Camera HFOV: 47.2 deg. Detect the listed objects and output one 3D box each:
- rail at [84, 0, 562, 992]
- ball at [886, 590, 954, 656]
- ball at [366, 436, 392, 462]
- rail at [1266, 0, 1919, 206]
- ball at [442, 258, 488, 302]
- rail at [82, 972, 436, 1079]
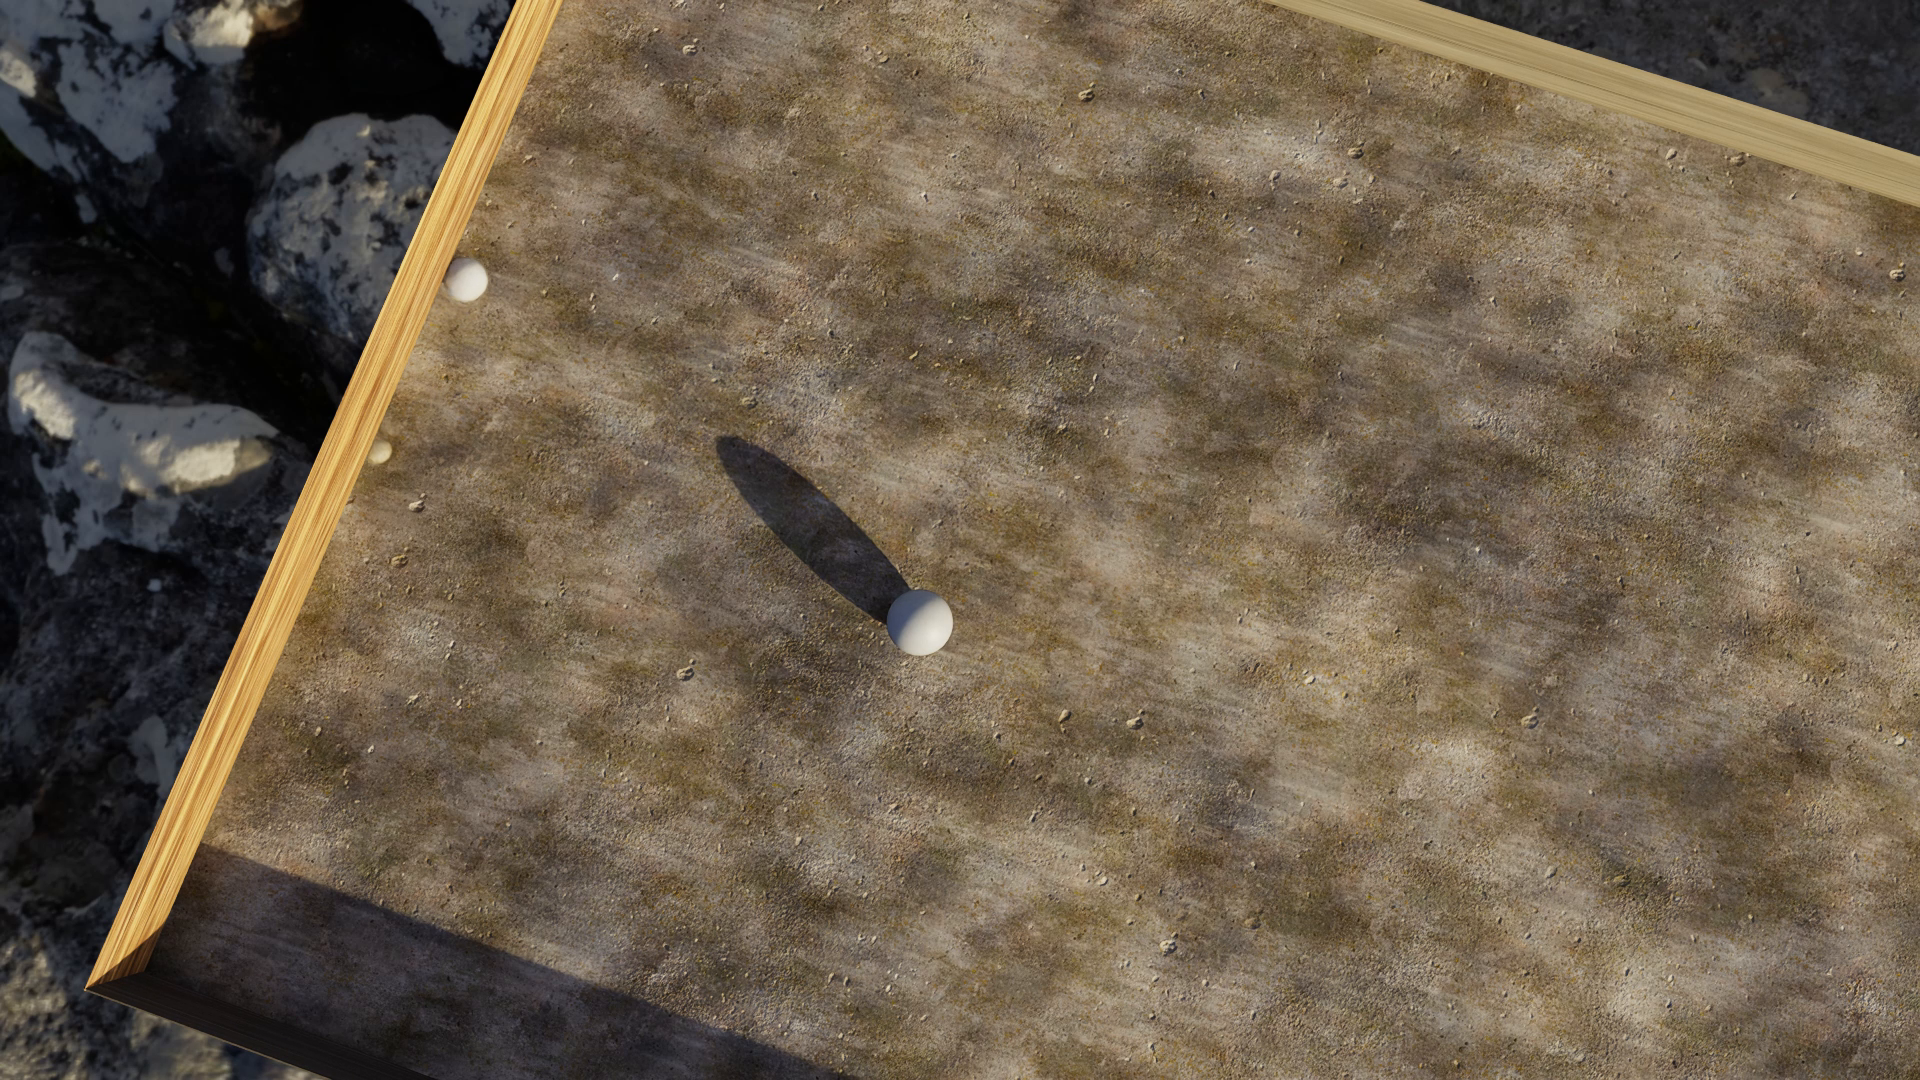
[{"bbox_3d":[-0.863,-0.299,3.378,0.045,0.130,2.080,19,77,5],"label":"rail"},{"bbox_3d":[-0.060,0.123,3.288,0.100,0.100,0.100,0,76,0],"label":"ball"},{"bbox_3d":[-0.896,-0.139,3.384,0.041,0.041,0.041,0,76,0],"label":"ball"},{"bbox_3d":[1.220,-0.639,3.463,3.752,0.130,0.045,19,77,5],"label":"rail"},{"bbox_3d":[-0.774,-0.407,3.437,0.069,0.069,0.069,0,76,0],"label":"ball"},{"bbox_3d":[0.551,1.223,2.995,3.752,0.130,0.045,19,77,5],"label":"rail"}]
